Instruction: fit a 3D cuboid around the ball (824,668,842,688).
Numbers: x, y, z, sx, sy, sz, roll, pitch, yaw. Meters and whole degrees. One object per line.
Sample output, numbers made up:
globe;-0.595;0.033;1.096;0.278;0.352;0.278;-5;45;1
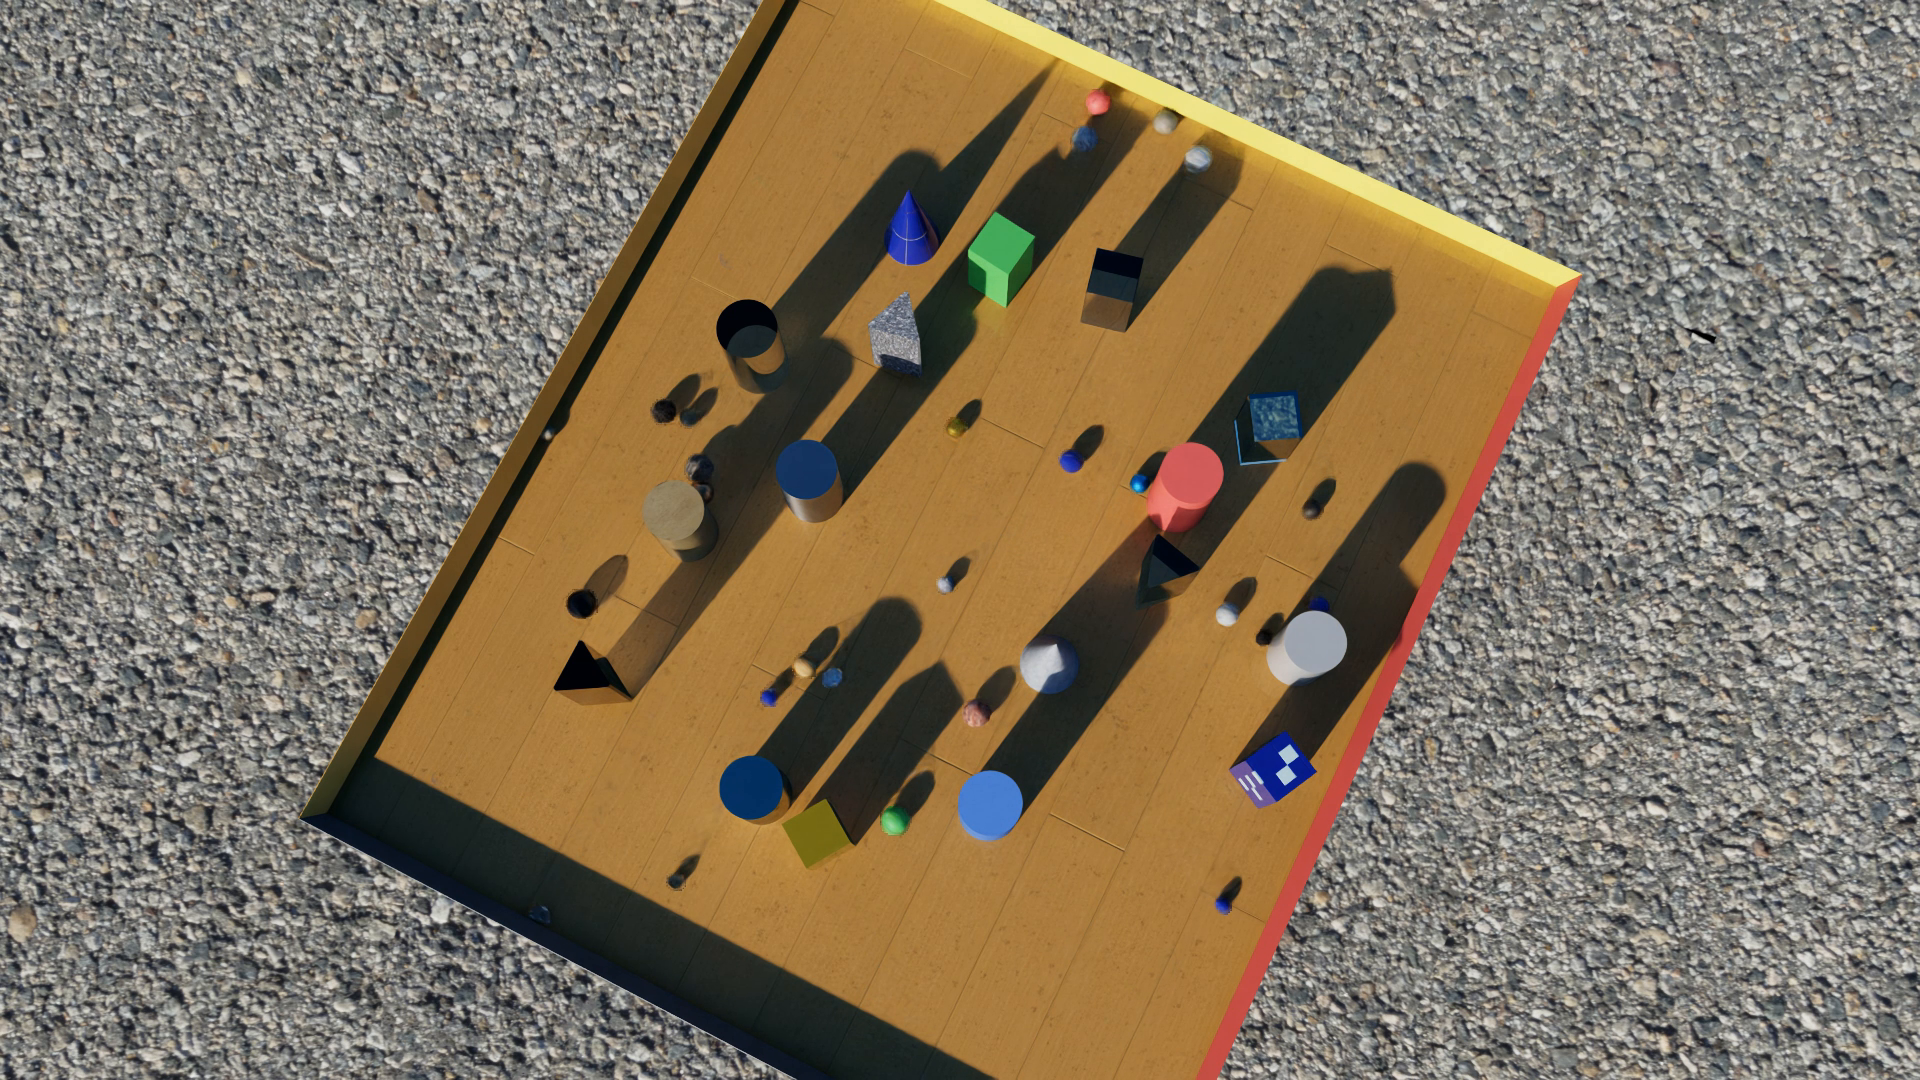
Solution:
ball;-0.381;0.412;5.501;0.058;0.058;0.058;0;78;0

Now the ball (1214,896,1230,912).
ball;0.770;1.068;5.372;0.046;0.046;0.046;0;78;0

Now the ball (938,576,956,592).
ball;-0.041;0.135;5.562;0.052;0.052;0.052;0;78;0

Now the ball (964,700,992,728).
ball;0.051;0.518;5.467;0.083;0.083;0.083;0;78;0

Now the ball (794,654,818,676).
ball;-0.463;0.375;5.503;0.069;0.069;0.069;0;78;0

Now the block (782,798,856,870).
block;-0.407;0.856;5.309;0.144;0.256;0.144;-30;80;-6

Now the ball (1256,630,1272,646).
ball;0.916;0.297;5.530;0.048;0.048;0.048;0;78;0

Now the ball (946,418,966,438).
ball;-0.012;-0.344;5.657;0.059;0.059;0.059;0;78;0

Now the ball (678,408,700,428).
ball;-0.836;-0.378;5.664;0.065;0.065;0.065;0;78;0

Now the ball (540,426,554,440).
ball;-1.276;-0.331;5.661;0.047;0.047;0.047;0;78;0

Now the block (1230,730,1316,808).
block;0.903;0.669;5.312;0.144;0.326;0.144;-35;81;-7

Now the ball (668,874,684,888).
ball;-0.836;1.002;5.386;0.046;0.046;0.046;0;78;0

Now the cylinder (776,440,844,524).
cylinder;-0.447;-0.173;5.487;0.180;0.323;0.180;0;78;0

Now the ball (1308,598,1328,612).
ball;1.085;0.204;5.541;0.059;0.059;0.059;0;78;0

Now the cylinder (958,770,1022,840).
cylinder;0.085;0.768;5.274;0.180;0.360;0.180;0;78;0

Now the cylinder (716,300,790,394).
cylinder;-0.624;-0.581;5.545;0.180;0.375;0.180;0;78;0

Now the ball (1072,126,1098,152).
ball;0.399;-1.276;5.839;0.080;0.080;0.080;0;78;0

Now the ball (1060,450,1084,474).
ball;0.345;-0.240;5.629;0.072;0.072;0.072;0;78;0

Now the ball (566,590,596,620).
ball;-1.142;0.194;5.530;0.090;0.090;0.090;0;78;0

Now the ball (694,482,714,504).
ball;-0.788;-0.144;5.610;0.071;0.071;0.071;0;78;0

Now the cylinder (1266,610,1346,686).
cylinder;1.017;0.322;5.393;0.180;0.307;0.180;0;78;0

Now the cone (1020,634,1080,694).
cone;0.270;0.334;5.337;0.180;0.411;0.180;0;78;0

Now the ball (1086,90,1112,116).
ball;0.443;-1.400;5.865;0.080;0.080;0.080;0;78;0

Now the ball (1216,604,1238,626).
ball;0.806;0.226;5.534;0.070;0.070;0.070;0;78;0

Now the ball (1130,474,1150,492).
ball;0.553;-0.176;5.622;0.059;0.059;0.059;0;78;0

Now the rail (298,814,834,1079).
rail;-0.708;1.393;5.268;2.698;0.117;0.045;26;80;5

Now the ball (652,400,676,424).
ball;-0.913;-0.397;5.661;0.074;0.074;0.074;0;78;0

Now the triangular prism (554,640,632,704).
triangular prism;-1.068;0.387;5.349;0.156;0.368;0.135;-4;78;-1

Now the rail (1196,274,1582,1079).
rail;1.186;0.587;5.434;0.045;0.117;3.214;26;80;5

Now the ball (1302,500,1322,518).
ball;1.077;-0.095;5.606;0.058;0.058;0.058;0;78;0

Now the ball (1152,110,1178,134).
ball;0.655;-1.335;5.852;0.079;0.079;0.079;0;78;0

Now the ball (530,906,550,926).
ball;-1.228;1.100;5.358;0.061;0.061;0.061;0;78;0

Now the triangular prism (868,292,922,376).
triangular prism;-0.176;-0.632;5.559;0.156;0.367;0.135;17;79;3

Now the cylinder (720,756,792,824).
cylinder;-0.589;0.728;5.312;0.180;0.300;0.180;0;78;0

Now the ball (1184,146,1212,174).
ball;0.755;-1.208;5.822;0.086;0.086;0.086;0;78;0

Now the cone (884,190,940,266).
cone;-0.152;-0.997;5.616;0.180;0.404;0.180;0;78;0

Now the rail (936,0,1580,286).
rail;0.708;-1.381;5.841;2.698;0.117;0.045;26;80;5

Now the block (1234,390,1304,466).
block;0.931;-0.337;5.540;0.144;0.286;0.144;-5;78;-1

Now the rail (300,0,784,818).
rail;-1.186;-0.574;5.674;0.045;0.117;3.214;26;80;5

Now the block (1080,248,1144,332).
block;0.464;-0.764;5.627;0.144;0.289;0.144;14;79;3

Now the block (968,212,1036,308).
block;0.125;-0.858;5.637;0.144;0.308;0.144;33;80;6

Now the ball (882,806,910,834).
ball;-0.190;0.824;5.405;0.081;0.081;0.081;0;78;0

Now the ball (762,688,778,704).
ball;-0.569;0.468;5.494;0.049;0.049;0.049;0;78;0

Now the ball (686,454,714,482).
ball;-0.799;-0.221;5.620;0.083;0.083;0.083;0;78;0

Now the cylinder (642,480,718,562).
cylinder;-0.830;-0.054;5.464;0.180;0.320;0.180;0;78;0

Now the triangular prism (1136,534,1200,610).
triangular prism;0.584;0.085;5.398;0.156;0.394;0.135;-19;79;-4

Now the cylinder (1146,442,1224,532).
cylinder;0.664;-0.151;5.440;0.180;0.406;0.180;0;78;0
